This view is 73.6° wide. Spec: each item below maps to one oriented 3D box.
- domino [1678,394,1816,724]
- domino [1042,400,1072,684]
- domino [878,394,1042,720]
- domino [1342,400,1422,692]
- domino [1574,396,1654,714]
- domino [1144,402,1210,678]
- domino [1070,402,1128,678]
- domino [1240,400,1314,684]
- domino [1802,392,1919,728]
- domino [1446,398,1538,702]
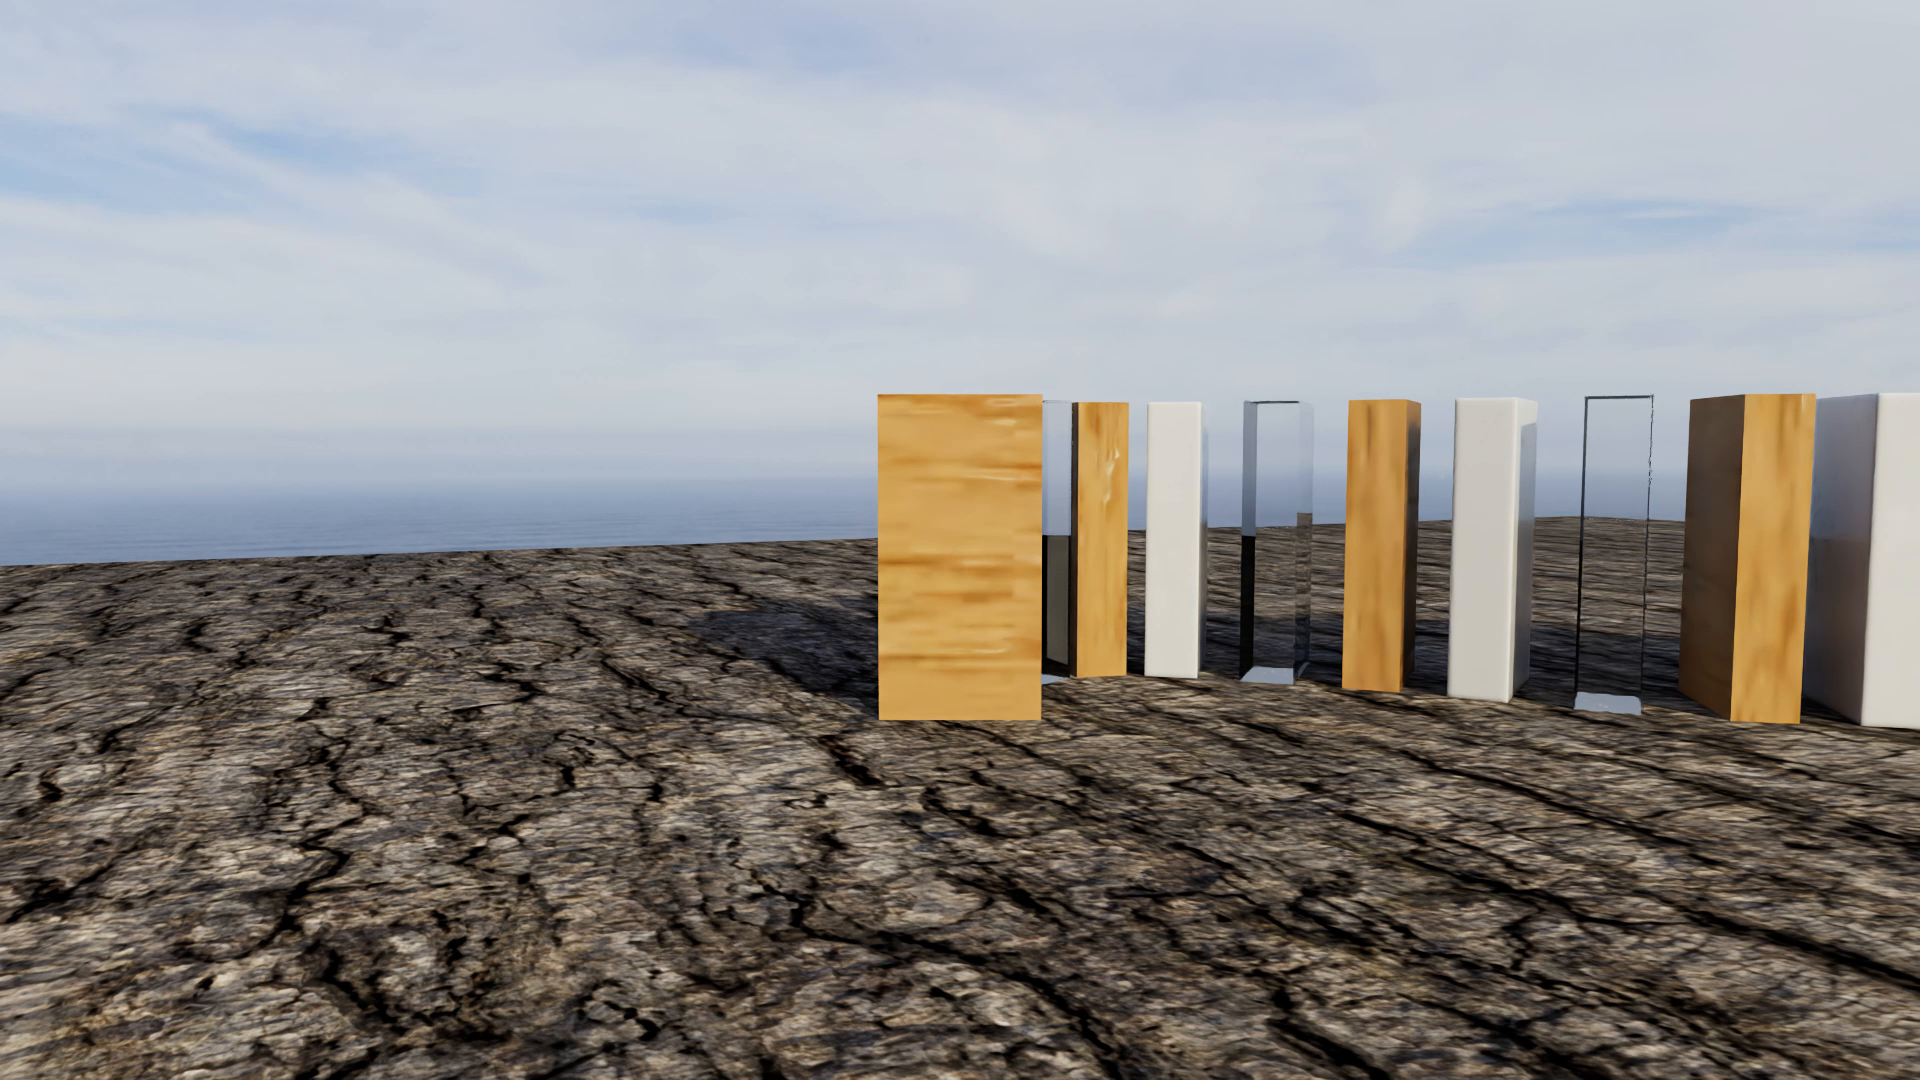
[{"bbox_3d":[0.126,0.002,0.206,0.010,0.050,0.025,1,4,13],"label":"domino"},{"bbox_3d":[0.007,0.000,0.236,0.025,0.050,0.010,4,6,42],"label":"domino"},{"bbox_3d":[0.000,0.002,0.201,0.025,0.050,0.009,0,4,0],"label":"domino"},{"bbox_3d":[0.076,0.000,0.231,0.009,0.050,0.025,2,5,25],"label":"domino"},{"bbox_3d":[0.108,0.002,0.213,0.009,0.050,0.025,2,5,28],"label":"domino"},{"bbox_3d":[0.042,-0.001,0.244,0.010,0.050,0.025,1,4,14],"label":"domino"},{"bbox_3d":[0.023,-0.001,0.245,0.010,0.050,0.025,-1,4,-13],"label":"domino"},{"bbox_3d":[0.059,0.000,0.238,0.010,0.050,0.025,2,5,21],"label":"domino"},{"bbox_3d":[0.144,0.002,0.203,0.009,0.050,0.025,1,4,16],"label":"domino"},{"bbox_3d":[0.092,0.001,0.222,0.009,0.050,0.025,3,5,31],"label":"domino"}]
